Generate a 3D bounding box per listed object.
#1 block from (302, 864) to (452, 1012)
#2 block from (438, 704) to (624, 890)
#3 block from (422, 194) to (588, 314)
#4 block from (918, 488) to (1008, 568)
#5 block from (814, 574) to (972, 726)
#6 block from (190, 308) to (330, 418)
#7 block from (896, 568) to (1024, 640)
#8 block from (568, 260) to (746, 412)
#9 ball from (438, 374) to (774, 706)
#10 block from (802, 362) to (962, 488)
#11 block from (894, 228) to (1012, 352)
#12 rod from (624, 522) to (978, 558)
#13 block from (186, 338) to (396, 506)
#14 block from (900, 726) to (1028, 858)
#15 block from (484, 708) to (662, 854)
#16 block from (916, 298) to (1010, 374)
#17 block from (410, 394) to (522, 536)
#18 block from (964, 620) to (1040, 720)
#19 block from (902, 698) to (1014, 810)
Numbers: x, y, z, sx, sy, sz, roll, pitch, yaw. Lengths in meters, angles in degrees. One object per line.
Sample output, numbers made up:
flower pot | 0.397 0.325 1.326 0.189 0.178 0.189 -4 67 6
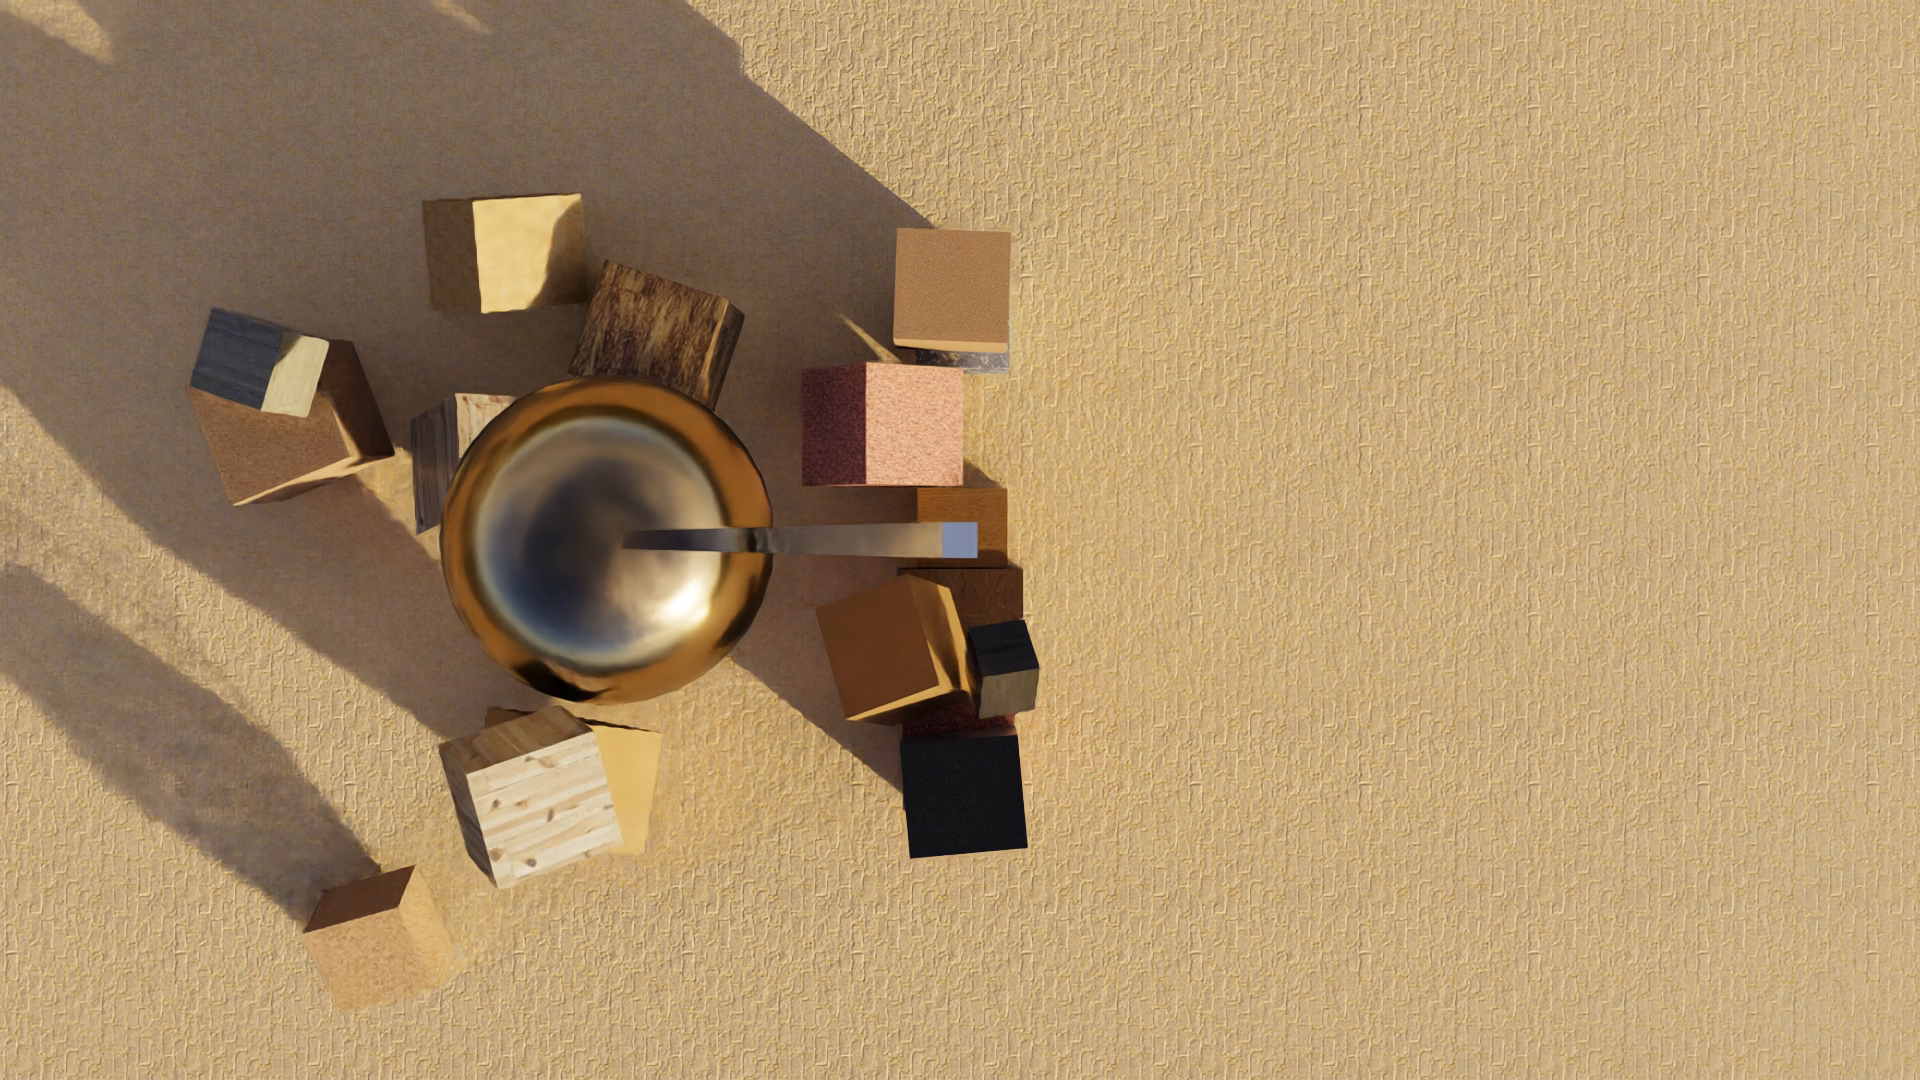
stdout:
block | -3.340 2.288 12.636 0.574 0.474 0.547 -16 111 6
block | -2.086 1.235 10.666 0.632 0.584 0.593 -18 106 -23
block | -2.568 -1.628 12.436 0.690 0.554 0.608 -12 105 -41
block | 0.014 -0.069 12.740 0.512 0.520 0.447 0 90 0
block | -0.333 0.614 12.035 0.558 0.674 0.627 -21 76 16
block | -3.818 -0.963 12.002 0.460 0.458 0.441 18 93 14
block | 0.001 0.525 12.719 0.715 0.562 0.721 0 90 0
block | -1.723 -1.128 12.595 0.711 0.776 0.665 18 90 3
ball | -1.697 0.000 10.628 1.600 1.600 1.600 0 90 0
block | -0.445 -0.643 12.542 0.664 0.648 0.668 0 90 -37
block | -0.042 -1.381 12.240 0.620 0.609 0.603 2 90 0
rod | -0.735 0.000 7.367 0.080 5.200 0.080 0 90 -16
block | -3.828 -0.680 12.617 0.756 0.668 0.717 -21 90 8
block | 0.020 1.374 12.062 0.635 0.578 0.610 -5 90 0
block | -2.229 1.359 12.420 0.717 0.700 0.689 5 84 44
block | 0.015 -1.250 12.772 0.534 0.456 0.536 0 90 0
block | -2.651 -0.412 12.487 0.685 0.648 0.669 1 78 -36
block | 0.221 0.692 11.777 0.308 0.382 0.331 -9 52 -11
block | -0.009 1.207 12.675 0.626 0.649 0.622 0 90 0
